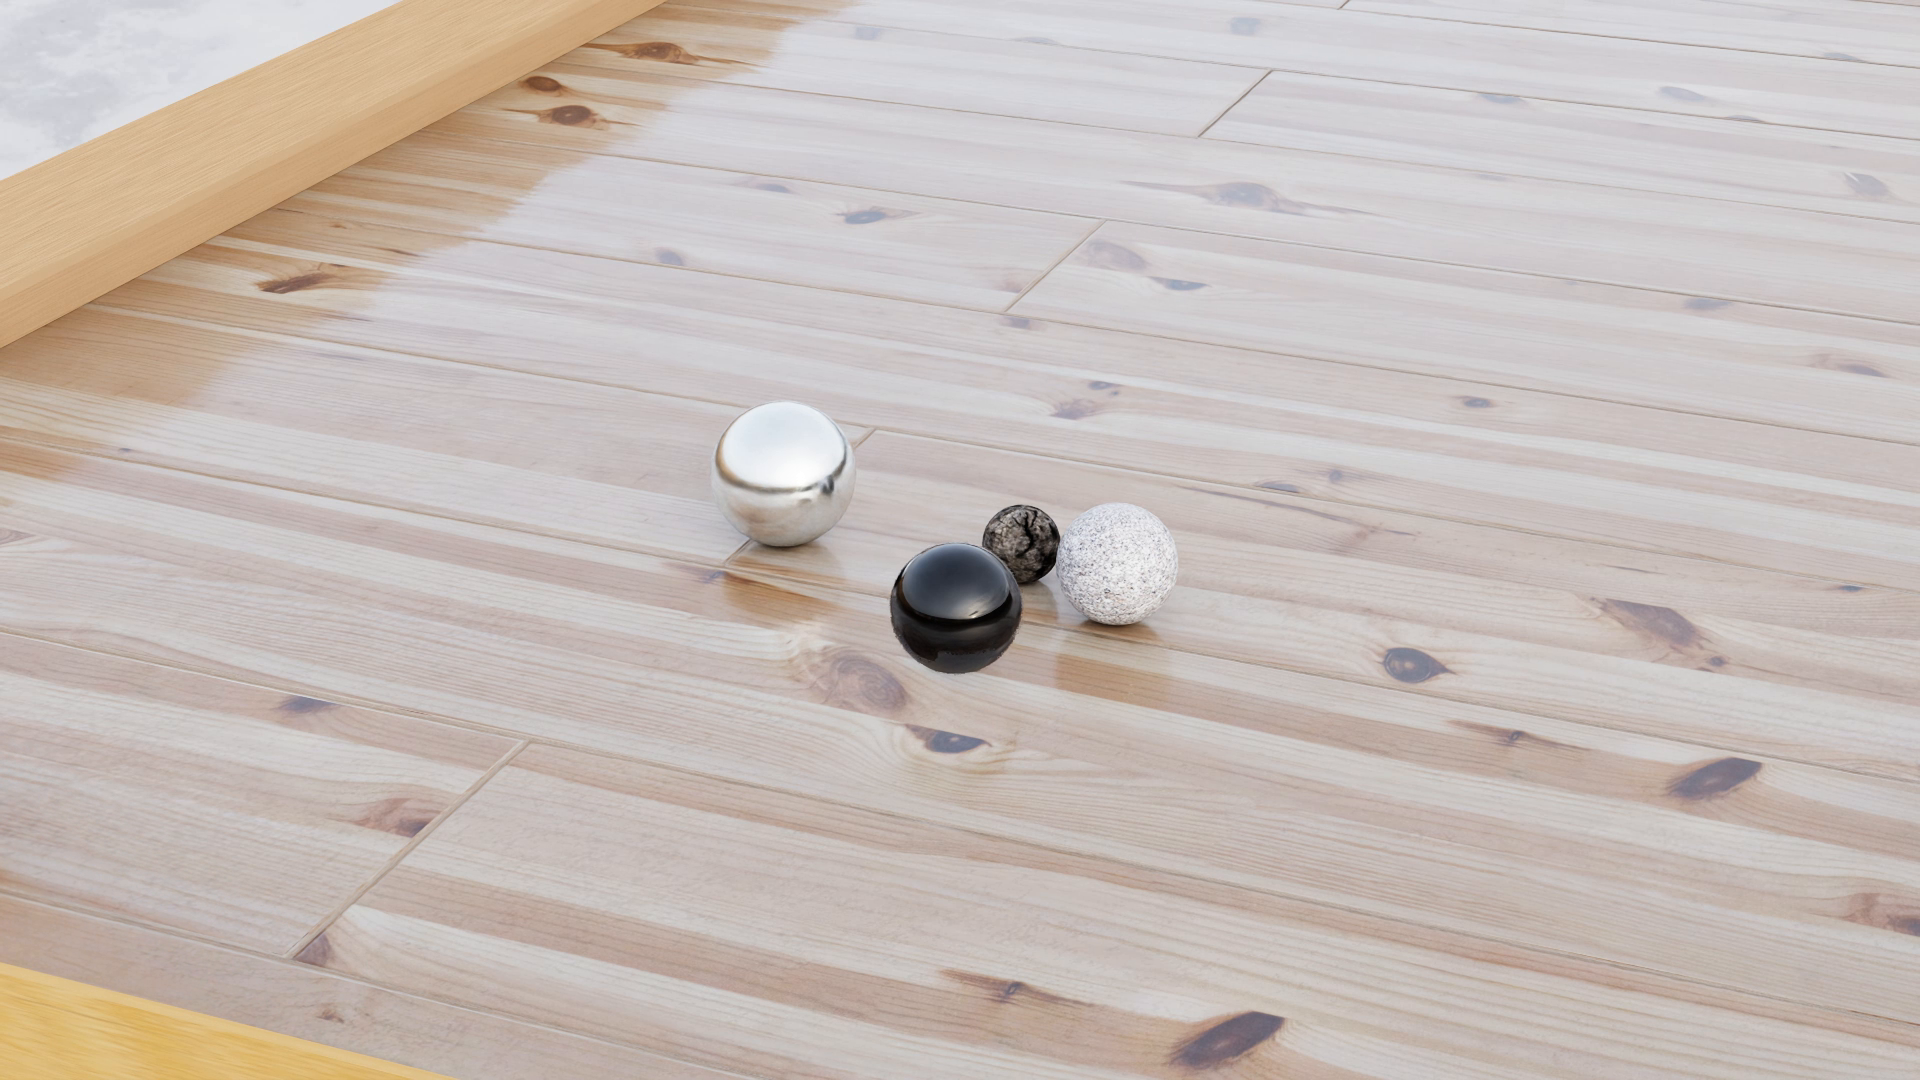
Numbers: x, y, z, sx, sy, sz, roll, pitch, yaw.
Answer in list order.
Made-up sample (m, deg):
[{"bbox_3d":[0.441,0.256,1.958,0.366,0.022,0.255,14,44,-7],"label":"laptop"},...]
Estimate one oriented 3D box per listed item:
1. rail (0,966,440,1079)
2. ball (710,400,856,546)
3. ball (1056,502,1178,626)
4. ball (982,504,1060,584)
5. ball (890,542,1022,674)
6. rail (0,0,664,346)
[{"bbox_3d":[-0.269,0.254,1.259,1.690,0.125,0.045,10,27,20],"label":"rail"},{"bbox_3d":[-0.116,-0.044,1.931,0.096,0.096,0.096,0,25,0],"label":"ball"},{"bbox_3d":[0.098,0.015,1.829,0.077,0.077,0.077,0,25,0],"label":"ball"},{"bbox_3d":[0.039,0.003,1.886,0.051,0.051,0.051,0,25,0],"label":"ball"},{"bbox_3d":[-0.003,0.041,1.770,0.080,0.080,0.080,0,25,0],"label":"ball"},{"bbox_3d":[-0.483,-0.449,2.761,0.045,0.125,2.960,10,27,20],"label":"rail"}]
